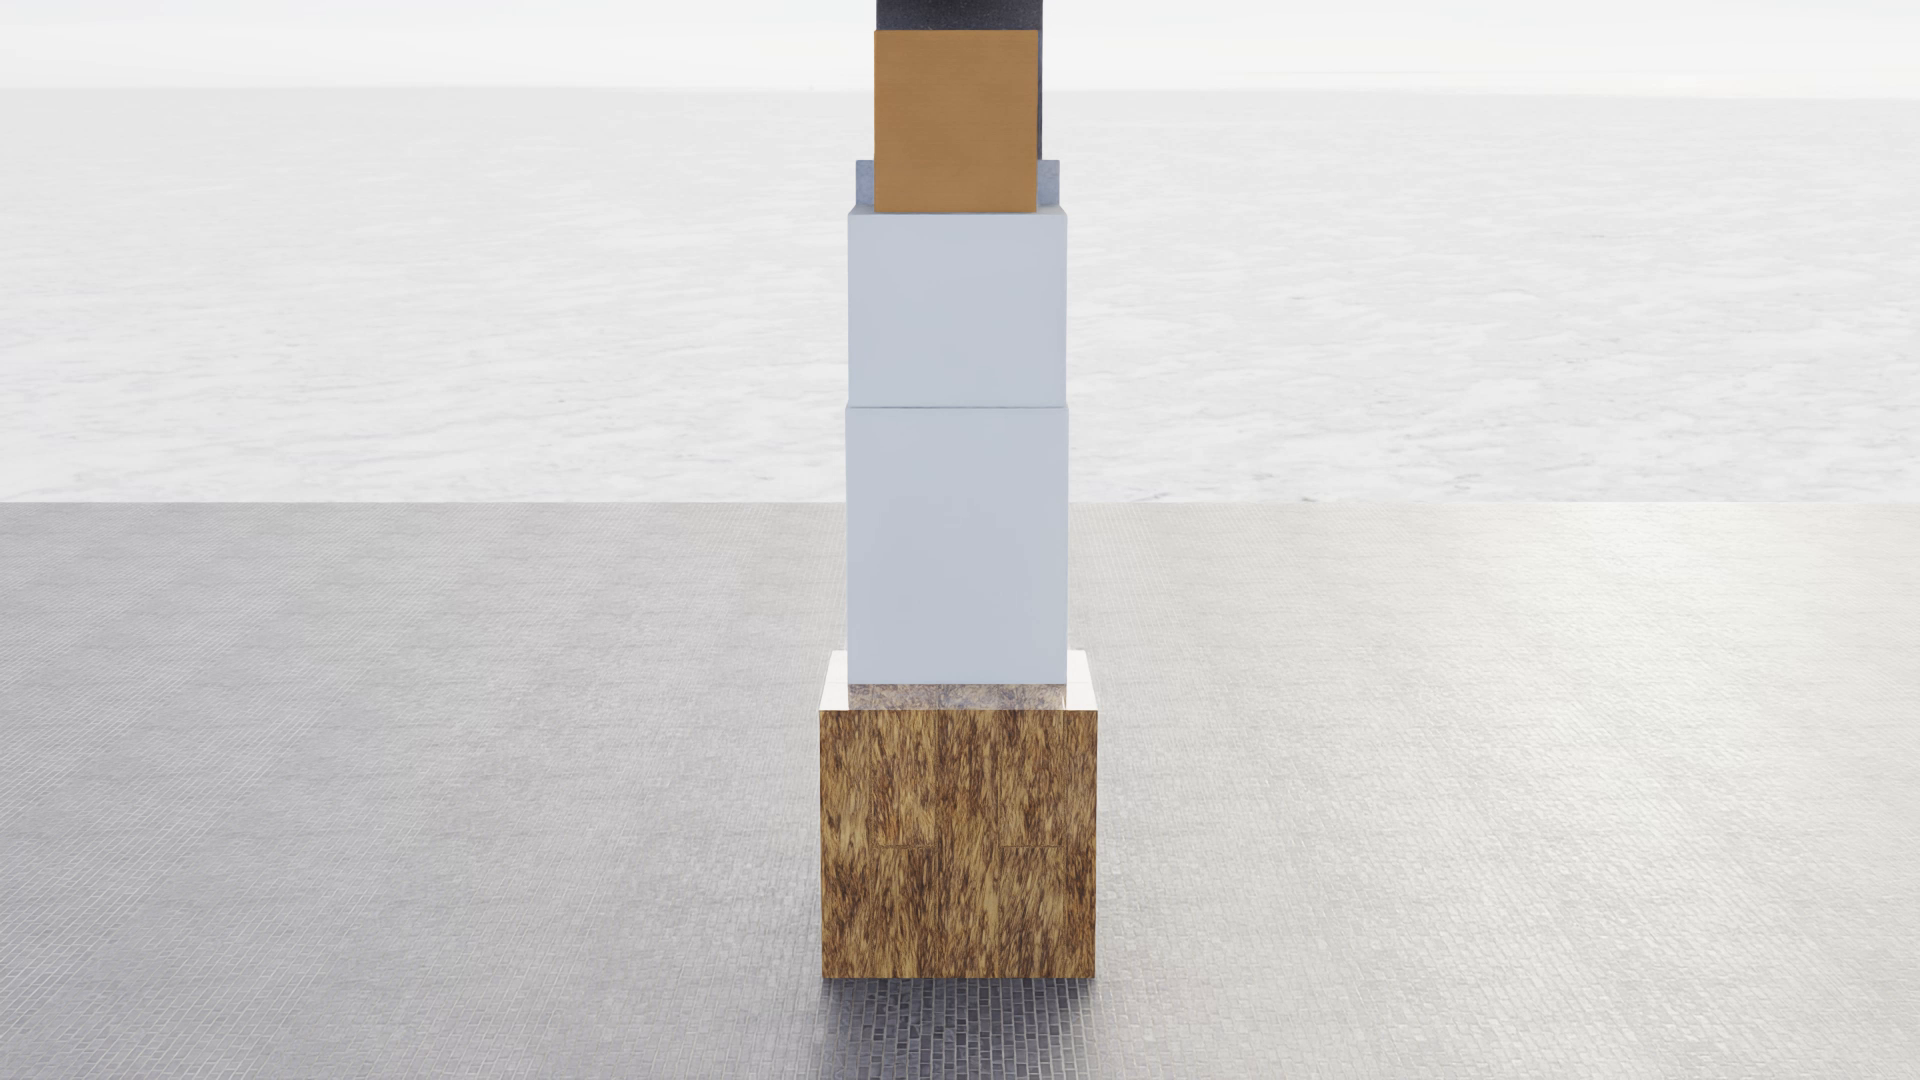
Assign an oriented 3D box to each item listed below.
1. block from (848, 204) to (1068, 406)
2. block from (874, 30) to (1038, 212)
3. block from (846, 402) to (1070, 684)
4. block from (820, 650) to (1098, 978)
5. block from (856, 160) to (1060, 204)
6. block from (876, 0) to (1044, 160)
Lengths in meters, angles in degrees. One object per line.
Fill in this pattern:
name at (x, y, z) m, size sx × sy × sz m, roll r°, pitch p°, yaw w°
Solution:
block at (-0.010, -0.980, 10.559) m, size 0.865 × 0.756 × 0.873 m, roll 0°, pitch 10°, yaw 0°
block at (-0.017, -1.720, 10.518) m, size 0.648 × 0.714 × 0.658 m, roll 0°, pitch 10°, yaw 0°
block at (-0.011, -0.055, 10.695) m, size 0.884 × 1.113 × 0.962 m, roll 0°, pitch 10°, yaw 0°
block at (-0.006, 1.096, 10.505) m, size 1.074 × 1.084 × 1.037 m, roll 0°, pitch 10°, yaw 0°
block at (-0.010, -1.218, 11.424) m, size 0.870 × 0.942 × 0.871 m, roll 0°, pitch 9°, yaw 0°
block at (-0.001, -2.012, 11.184) m, size 0.702 × 0.681 × 0.690 m, roll 0°, pitch 10°, yaw 0°
